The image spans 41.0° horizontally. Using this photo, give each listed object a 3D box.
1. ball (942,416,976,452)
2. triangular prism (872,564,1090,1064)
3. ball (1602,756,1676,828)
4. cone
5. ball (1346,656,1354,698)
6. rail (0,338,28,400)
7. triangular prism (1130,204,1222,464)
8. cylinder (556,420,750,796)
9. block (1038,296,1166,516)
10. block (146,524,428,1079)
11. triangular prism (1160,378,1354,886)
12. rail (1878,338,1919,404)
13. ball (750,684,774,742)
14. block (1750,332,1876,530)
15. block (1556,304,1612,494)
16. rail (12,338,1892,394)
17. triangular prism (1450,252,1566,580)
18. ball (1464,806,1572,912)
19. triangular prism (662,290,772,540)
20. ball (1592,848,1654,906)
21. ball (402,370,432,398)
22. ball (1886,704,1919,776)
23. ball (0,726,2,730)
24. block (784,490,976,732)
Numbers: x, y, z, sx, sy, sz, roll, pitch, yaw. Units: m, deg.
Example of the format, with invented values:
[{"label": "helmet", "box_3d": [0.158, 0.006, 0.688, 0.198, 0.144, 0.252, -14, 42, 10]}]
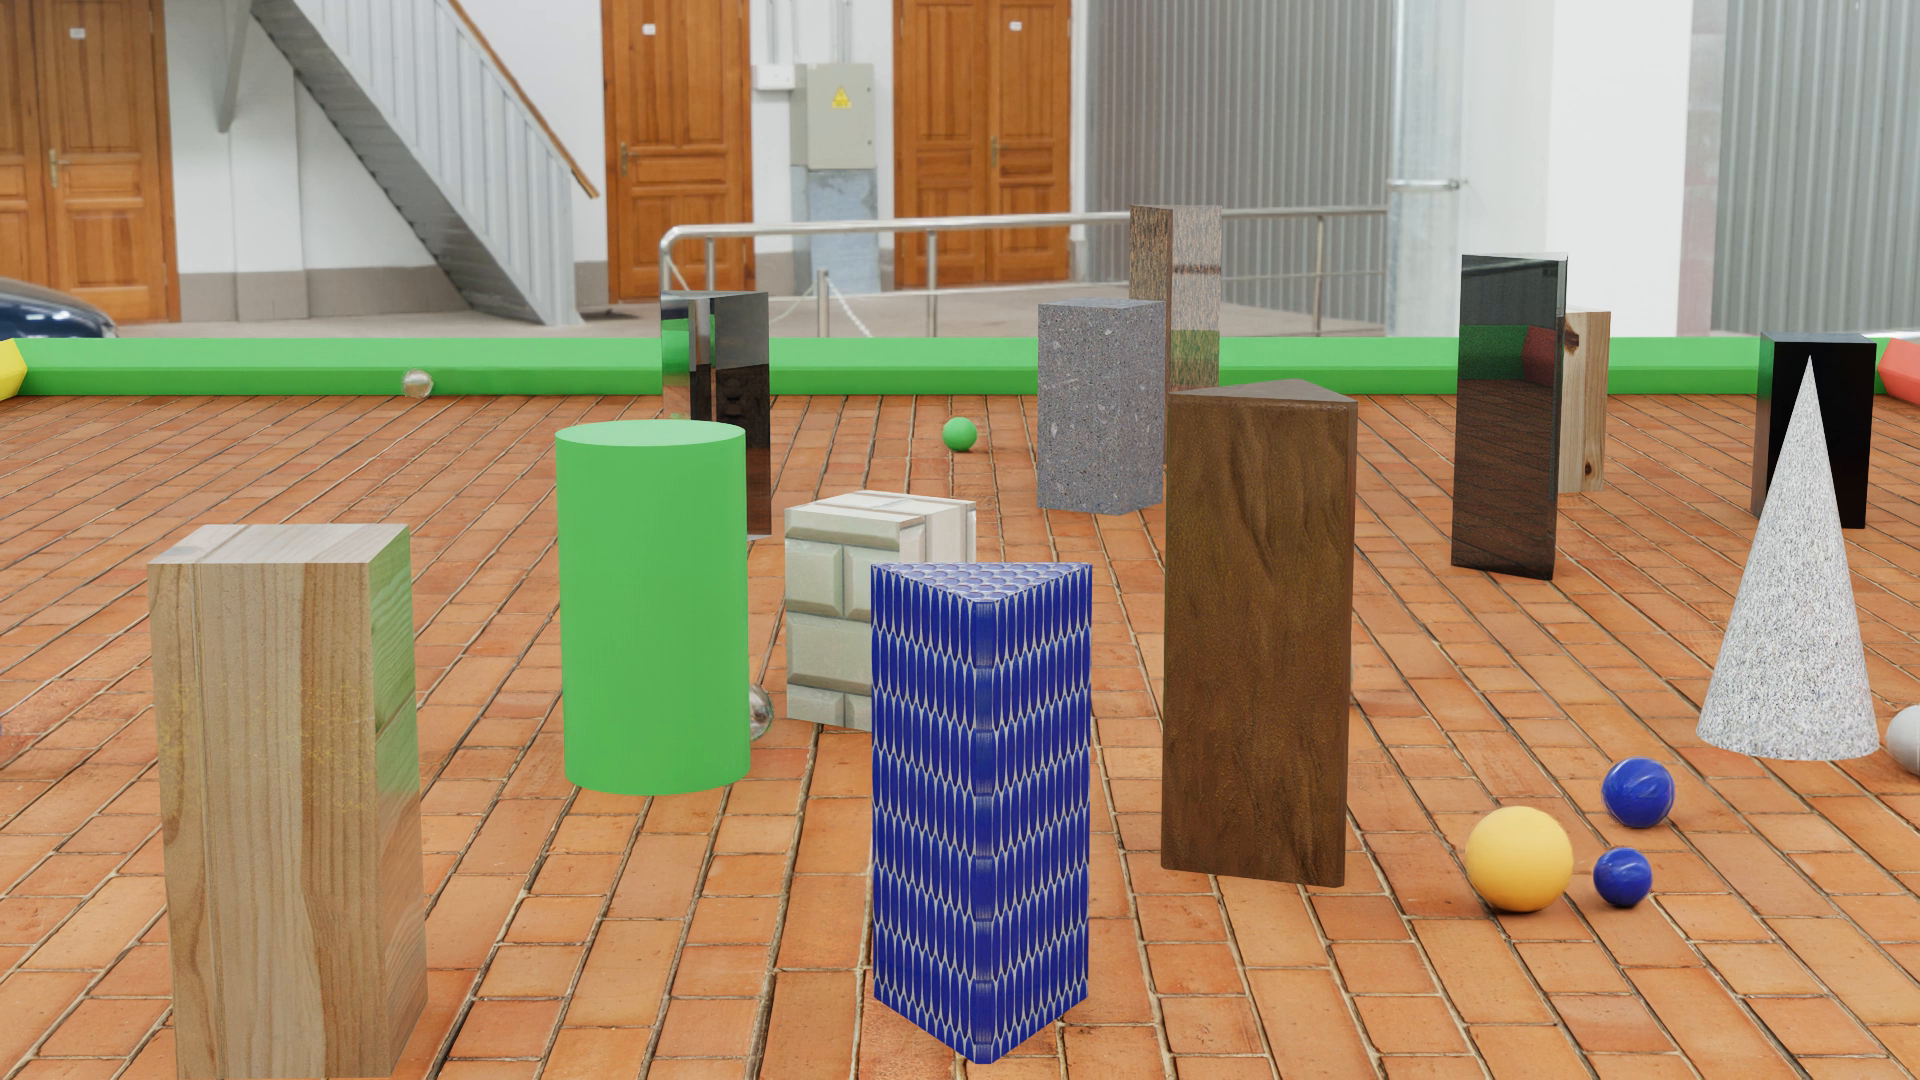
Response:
[{"label": "ball", "box_3d": [-0.001, -0.200, 4.865, 0.067, 0.067, 0.067, 0, 11, 0]}, {"label": "triangular prism", "box_3d": [0.038, 0.196, 1.966, 0.145, 0.348, 0.167, -6, 12, -30]}, {"label": "ball", "box_3d": [0.655, 0.243, 2.476, 0.069, 0.069, 0.069, 0, 11, 0]}, {"label": "cone", "box_3d": [0.905, 0.009, 2.770, 0.193, 0.421, 0.193, 0, 11, 0]}, {"label": "ball", "box_3d": [0.395, 0.152, 2.889, 0.096, 0.096, 0.096, 0, 11, 0]}, {"label": "rail", "box_3d": [-2.063, 0.034, 3.437, 0.045, 0.125, 4.589, 0, 11, 0]}, {"label": "triangular prism", "box_3d": [0.376, -0.388, 4.780, 0.145, 0.466, 0.167, 8, 13, 38]}, {"label": "cylinder", "box_3d": [-0.315, 0.065, 2.648, 0.193, 0.356, 0.193, 0, 11, 0]}, {"label": "block", "box_3d": [0.234, -0.225, 4.255, 0.154, 0.338, 0.154, 7, 12, 31]}, {"label": "block", "box_3d": [-0.493, 0.190, 1.906, 0.154, 0.382, 0.154, 0, 11, -1]}, {"label": "triangular prism", "box_3d": [0.288, 0.078, 2.353, 0.167, 0.438, 0.145, 4, 11, 20]}, {"label": "rail", "box_3d": [2.063, 0.030, 3.461, 0.045, 0.125, 4.589, 0, 11, 0]}, {"label": "ball", "box_3d": [-0.235, 0.187, 2.784, 0.065, 0.065, 0.065, 0, 11, 0]}, {"label": "block", "box_3d": [1.369, -0.179, 4.123, 0.154, 0.295, 0.154, 2, 11, 9]}, {"label": "block", "box_3d": [1.012, -0.246, 4.448, 0.154, 0.310, 0.154, -3, 11, -18]}, {"label": "rail", "box_3d": [-0.013, -0.383, 5.682, 4.173, 0.125, 0.045, 0, 11, 0]}, {"label": "triangular prism", "box_3d": [0.831, -0.186, 3.725, 0.167, 0.455, 0.145, 10, 15, 44]}, {"label": "ball", "box_3d": [0.485, 0.277, 2.229, 0.092, 0.092, 0.092, 0, 11, 0]}, {"label": "triangular prism", "box_3d": [-0.404, -0.190, 3.954, 0.145, 0.381, 0.167, 8, 13, 38]}, {"label": "ball", "box_3d": [0.580, 0.295, 2.243, 0.051, 0.051, 0.051, 0, 11, 0]}, {"label": "ball", "box_3d": [-1.192, -0.343, 5.639, 0.065, 0.065, 0.065, 0, 11, 0]}, {"label": "ball", "box_3d": [0.998, 0.207, 2.656, 0.074, 0.074, 0.074, 0, 11, 0]}, {"label": "ball", "box_3d": [-1.045, 0.196, 2.667, 0.090, 0.090, 0.090, 0, 11, 0]}, {"label": "block", "box_3d": [-0.089, 0.078, 2.895, 0.154, 0.239, 0.154, 7, 12, 32]}]
